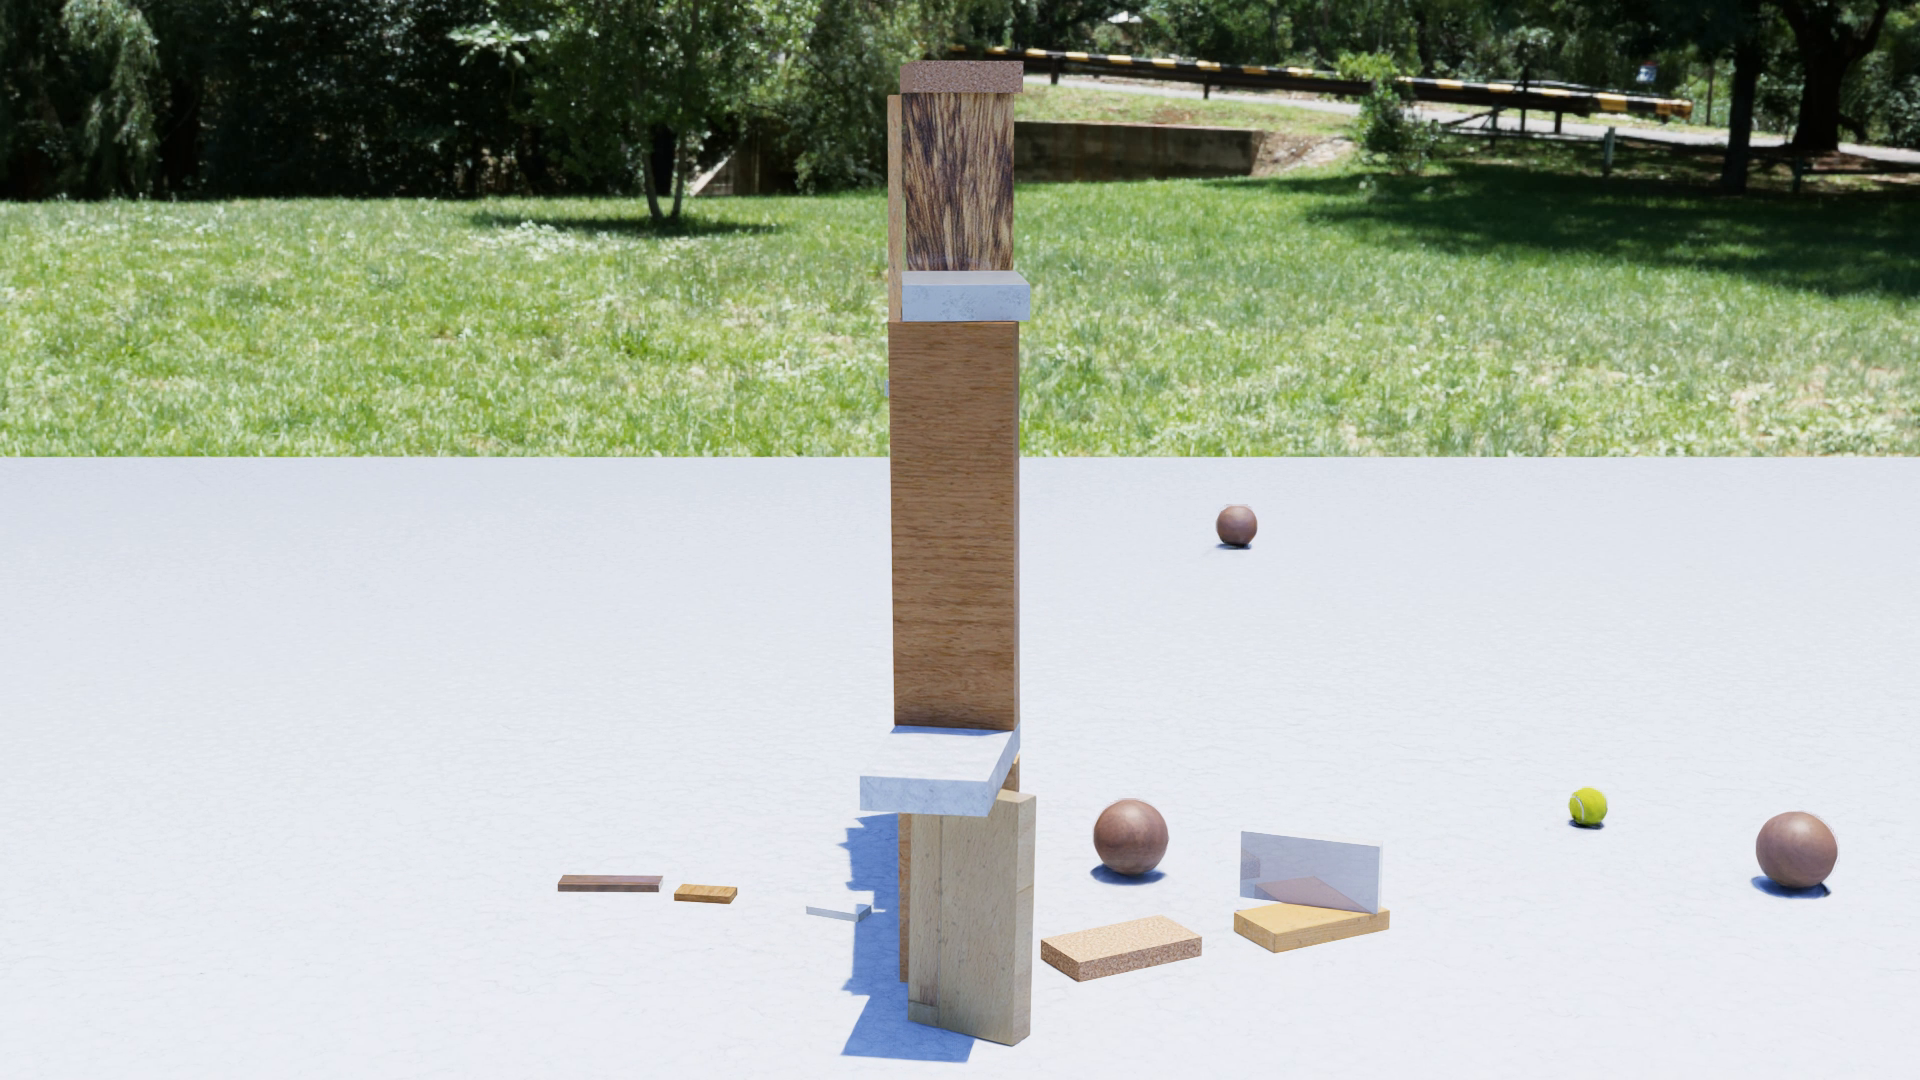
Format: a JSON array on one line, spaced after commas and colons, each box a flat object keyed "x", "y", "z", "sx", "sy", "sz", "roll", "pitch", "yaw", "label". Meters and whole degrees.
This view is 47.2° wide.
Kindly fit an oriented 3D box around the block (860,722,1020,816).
[{"x": -0.023, "y": 0.313, "z": 3.116, "sx": 0.174, "sy": 0.049, "sz": 0.347, "roll": 2, "pitch": 10, "yaw": 9, "label": "block"}]

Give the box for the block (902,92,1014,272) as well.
[{"x": -0.004, "y": -0.539, "z": 3.526, "sx": 0.174, "sy": 0.347, "sz": 0.049, "roll": -2, "pitch": 11, "yaw": -9, "label": "block"}]

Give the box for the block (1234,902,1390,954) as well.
[{"x": 0.560, "y": 0.606, "z": 3.498, "sx": 0.223, "sy": 0.032, "sz": 0.112, "roll": -6, "pitch": 12, "yaw": -28, "label": "block"}]

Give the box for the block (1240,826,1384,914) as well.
[{"x": 0.562, "y": 0.528, "z": 3.526, "sx": 0.223, "sy": 0.112, "sz": 0.032, "roll": 4, "pitch": 11, "yaw": 21, "label": "block"}]

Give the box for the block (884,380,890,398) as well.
[{"x": -0.044, "y": -0.259, "z": 3.866, "sx": 0.102, "sy": 0.029, "sz": 0.204, "roll": -5, "pitch": 12, "yaw": -25, "label": "block"}]

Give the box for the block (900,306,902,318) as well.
[{"x": 0.000, "y": -0.183, "z": 3.396, "sx": 0.178, "sy": 0.356, "sz": 0.050, "roll": 0, "pitch": 10, "yaw": 2, "label": "block"}]

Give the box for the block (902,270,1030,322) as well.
[{"x": 0.004, "y": -0.361, "z": 3.237, "sx": 0.178, "sy": 0.050, "sz": 0.356, "roll": 0, "pitch": 10, "yaw": -2, "label": "block"}]

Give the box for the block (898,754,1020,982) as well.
[{"x": -0.001, "y": 0.488, "z": 3.265, "sx": 0.174, "sy": 0.347, "sz": 0.049, "roll": 2, "pitch": 11, "yaw": 8, "label": "block"}]

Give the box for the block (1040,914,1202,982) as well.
[{"x": 0.248, "y": 0.627, "z": 3.383, "sx": 0.223, "sy": 0.032, "sz": 0.112, "roll": -6, "pitch": 12, "yaw": -28, "label": "block"}]

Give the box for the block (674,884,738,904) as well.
[{"x": -0.422, "y": 0.587, "z": 3.647, "sx": 0.095, "sy": 0.014, "sz": 0.048, "roll": 2, "pitch": 11, "yaw": 10, "label": "block"}]

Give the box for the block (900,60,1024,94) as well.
[{"x": -0.002, "y": -0.760, "z": 3.627, "sx": 0.174, "sy": 0.049, "sz": 0.347, "roll": -1, "pitch": 11, "yaw": -5, "label": "block"}]

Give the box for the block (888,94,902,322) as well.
[{"x": -0.036, "y": -0.509, "z": 3.772, "sx": 0.174, "sy": 0.497, "sz": 0.049, "roll": -7, "pitch": 13, "yaw": -31, "label": "block"}]

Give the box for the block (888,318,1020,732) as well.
[{"x": -0.007, "y": -0.020, "z": 3.156, "sx": 0.178, "sy": 0.591, "sz": 0.050, "roll": 2, "pitch": 13, "yaw": 11, "label": "block"}]

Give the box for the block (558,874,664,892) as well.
[{"x": -0.587, "y": 0.578, "z": 3.698, "sx": 0.170, "sy": 0.014, "sz": 0.048, "roll": 0, "pitch": 11, "yaw": 1, "label": "block"}]

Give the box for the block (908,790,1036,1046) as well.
[{"x": 0.016, "y": 0.520, "z": 3.092, "sx": 0.174, "sy": 0.347, "sz": 0.049, "roll": 6, "pitch": 10, "yaw": 31, "label": "block"}]

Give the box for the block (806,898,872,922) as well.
[{"x": -0.197, "y": 0.601, "z": 3.574, "sx": 0.095, "sy": 0.014, "sz": 0.048, "roll": 5, "pitch": 12, "yaw": 24, "label": "block"}]
